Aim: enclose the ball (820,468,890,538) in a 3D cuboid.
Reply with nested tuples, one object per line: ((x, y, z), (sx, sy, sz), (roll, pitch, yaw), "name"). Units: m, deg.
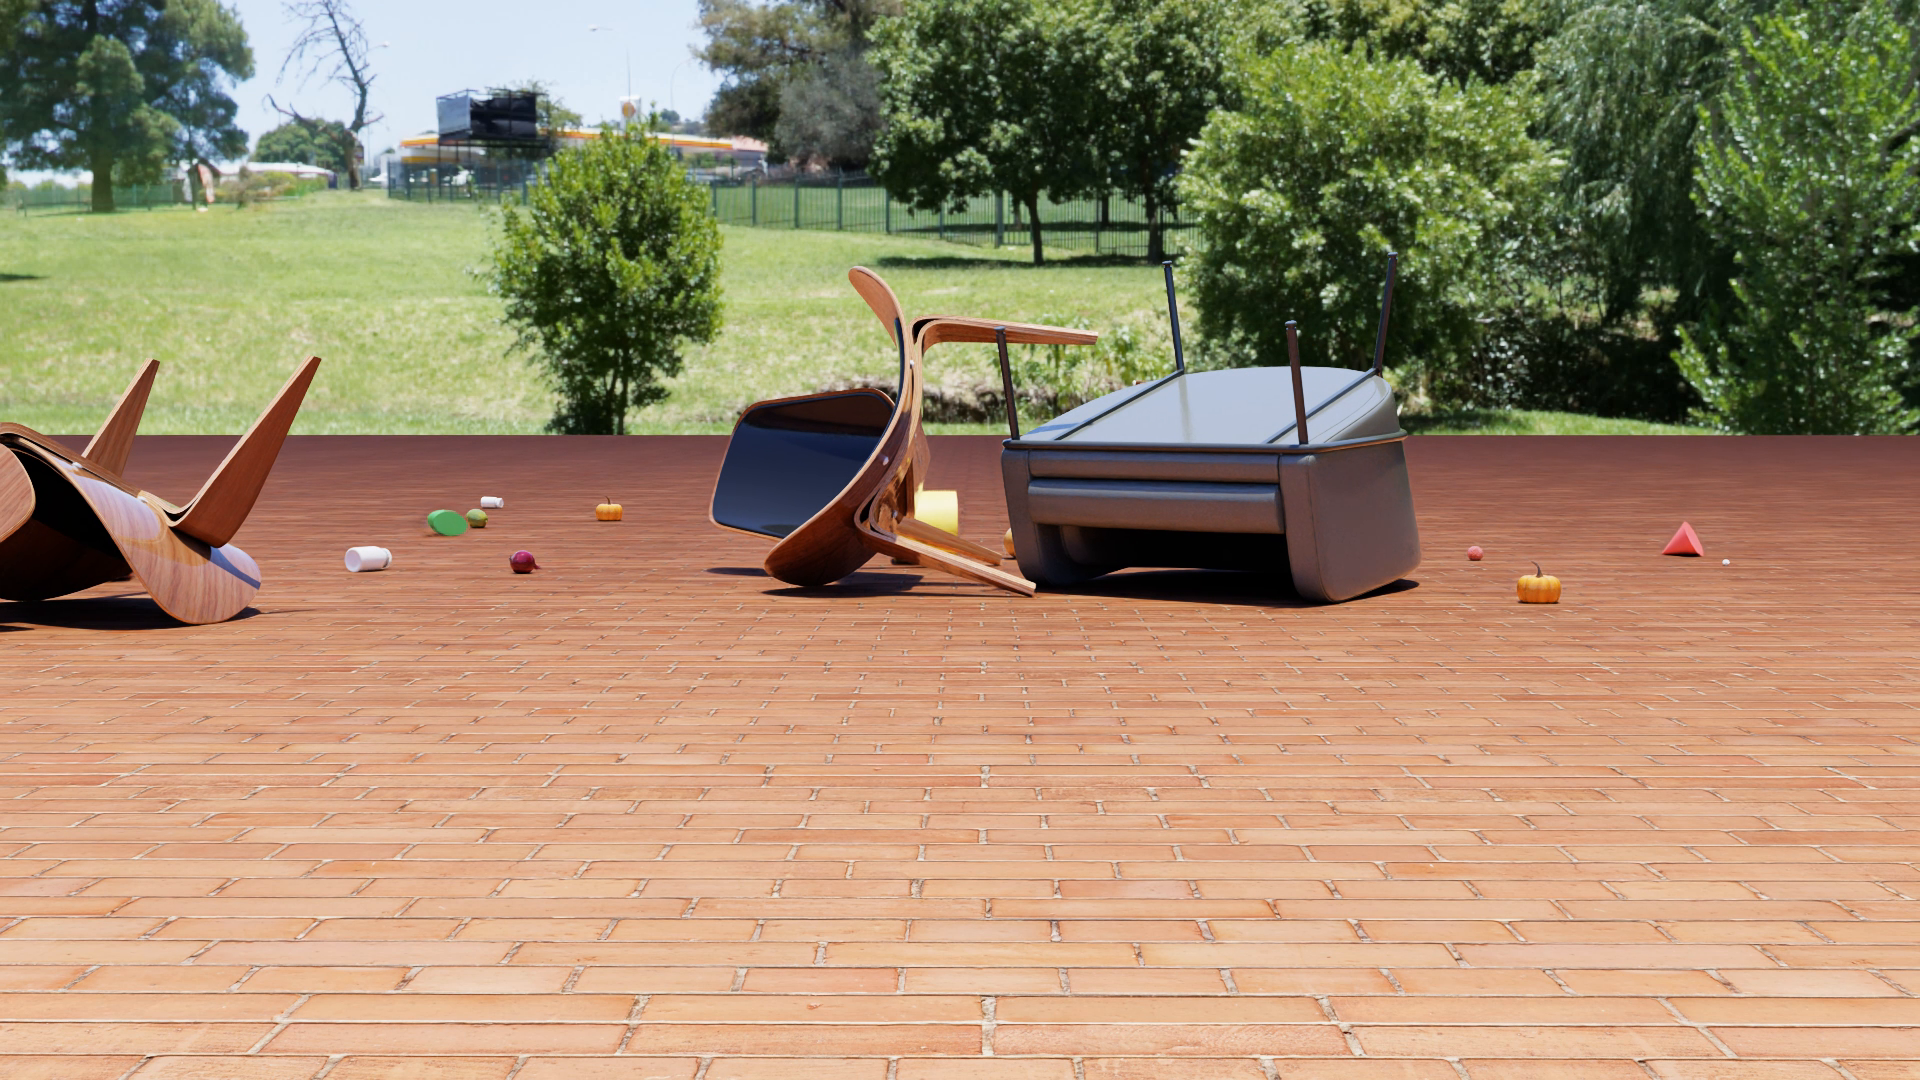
((-0.316, -0.111, 6.605), (0.213, 0.213, 0.213), (0, 4, 0), "ball")

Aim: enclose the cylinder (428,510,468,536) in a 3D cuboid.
((-1.574, -0.051, 6.747), (0.105, 0.072, 0.087), (15, -3, -26), "cylinder")

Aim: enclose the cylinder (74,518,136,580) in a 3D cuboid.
((-2.022, 0.024, 5.201), (0.122, 0.137, 0.191), (8, -4, -20), "cylinder")

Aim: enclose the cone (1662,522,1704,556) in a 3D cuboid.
((1.942, 0.018, 5.956), (0.095, 0.101, 0.157), (-29, -8, 24), "cone")

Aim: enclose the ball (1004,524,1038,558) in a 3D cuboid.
((0.161, 0.005, 5.823), (0.090, 0.090, 0.090), (0, 4, 0), "ball")
